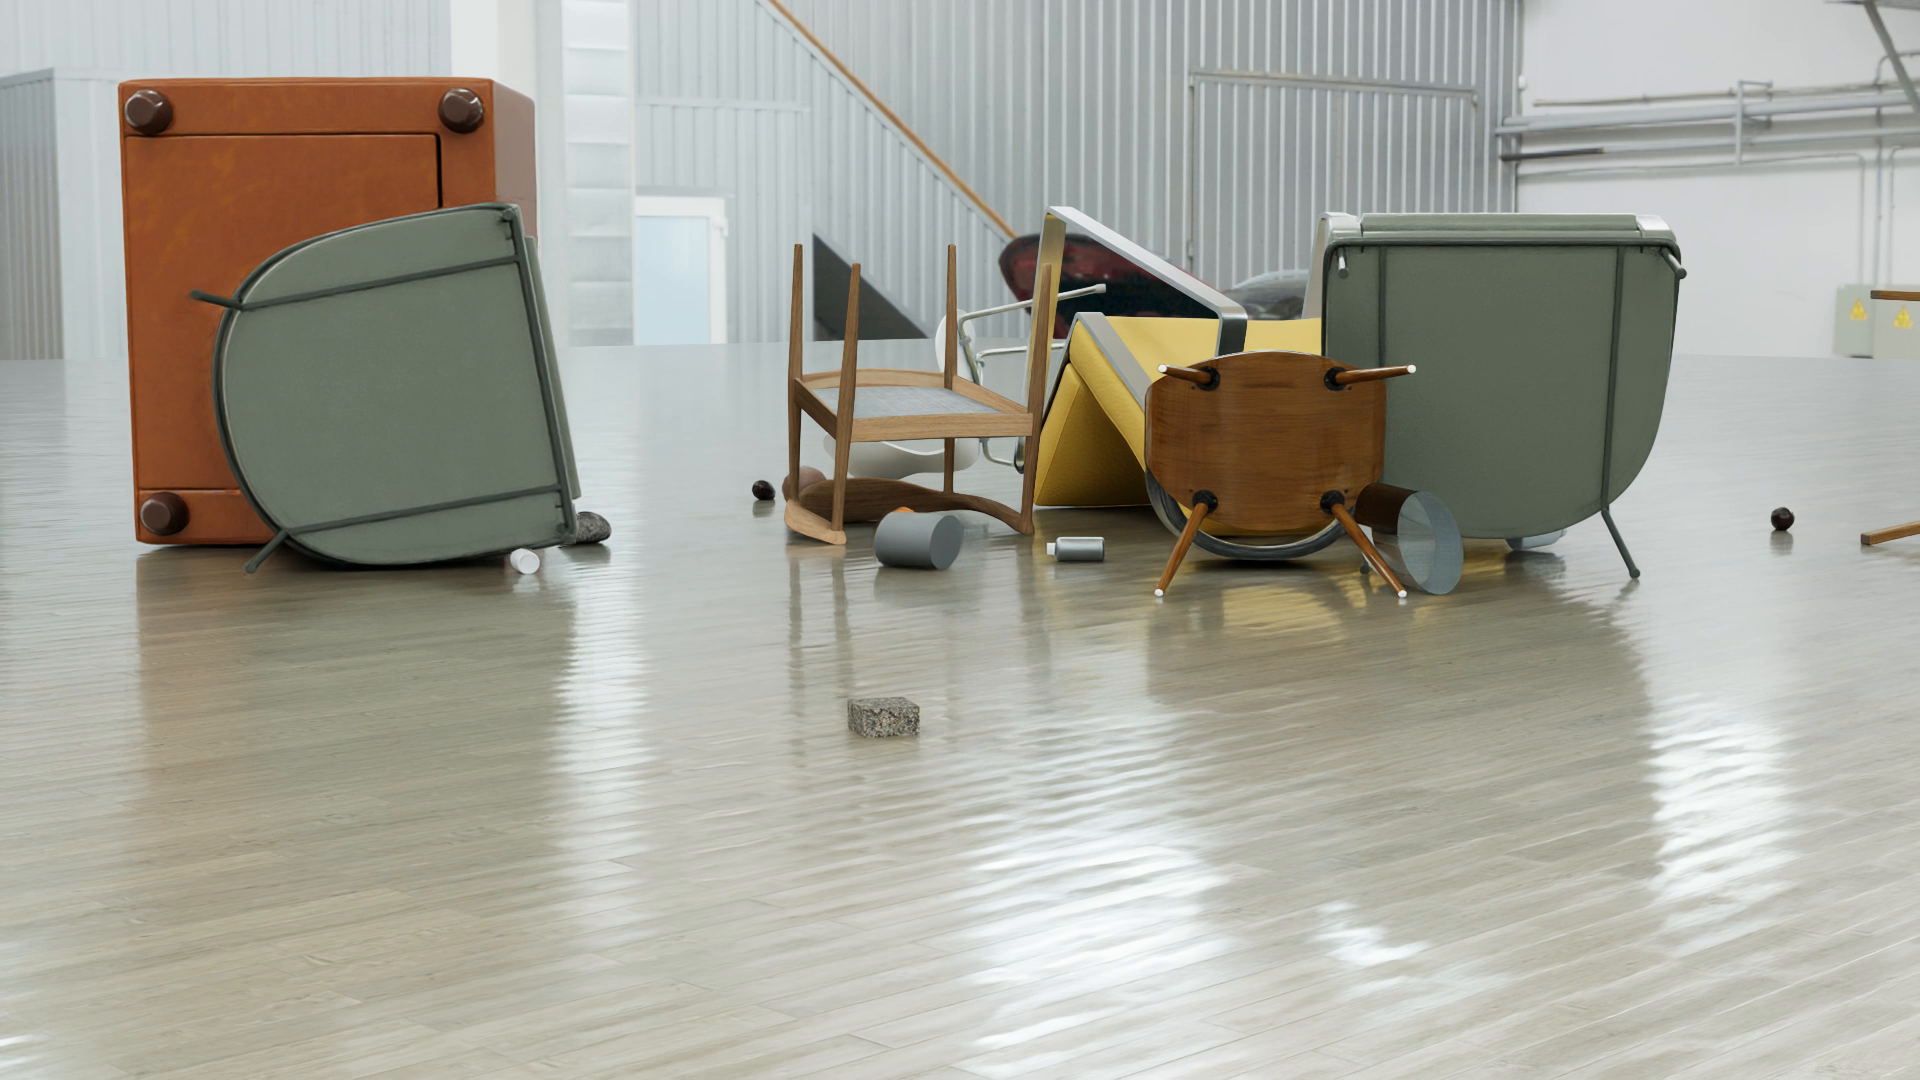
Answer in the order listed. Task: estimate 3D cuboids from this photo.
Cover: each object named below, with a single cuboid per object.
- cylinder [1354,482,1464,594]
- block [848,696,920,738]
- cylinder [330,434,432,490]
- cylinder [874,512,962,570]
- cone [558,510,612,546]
[{"bbox_3d":[0.945,-0.006,5.415,0.135,0.223,0.248,-21,10,-9],"label":"cylinder"},{"bbox_3d":[-0.111,0.257,3.720,0.083,0.041,0.091,-2,6,-17],"label":"block"},{"bbox_3d":[-1.811,-0.245,8.027,0.318,0.157,0.298,3,7,27],"label":"cylinder"},{"bbox_3d":[-0.095,0.001,5.815,0.152,0.114,0.137,4,39,34],"label":"cylinder"},{"bbox_3d":[-0.949,-0.009,6.312,0.135,0.081,0.127,5,27,34],"label":"cone"}]
